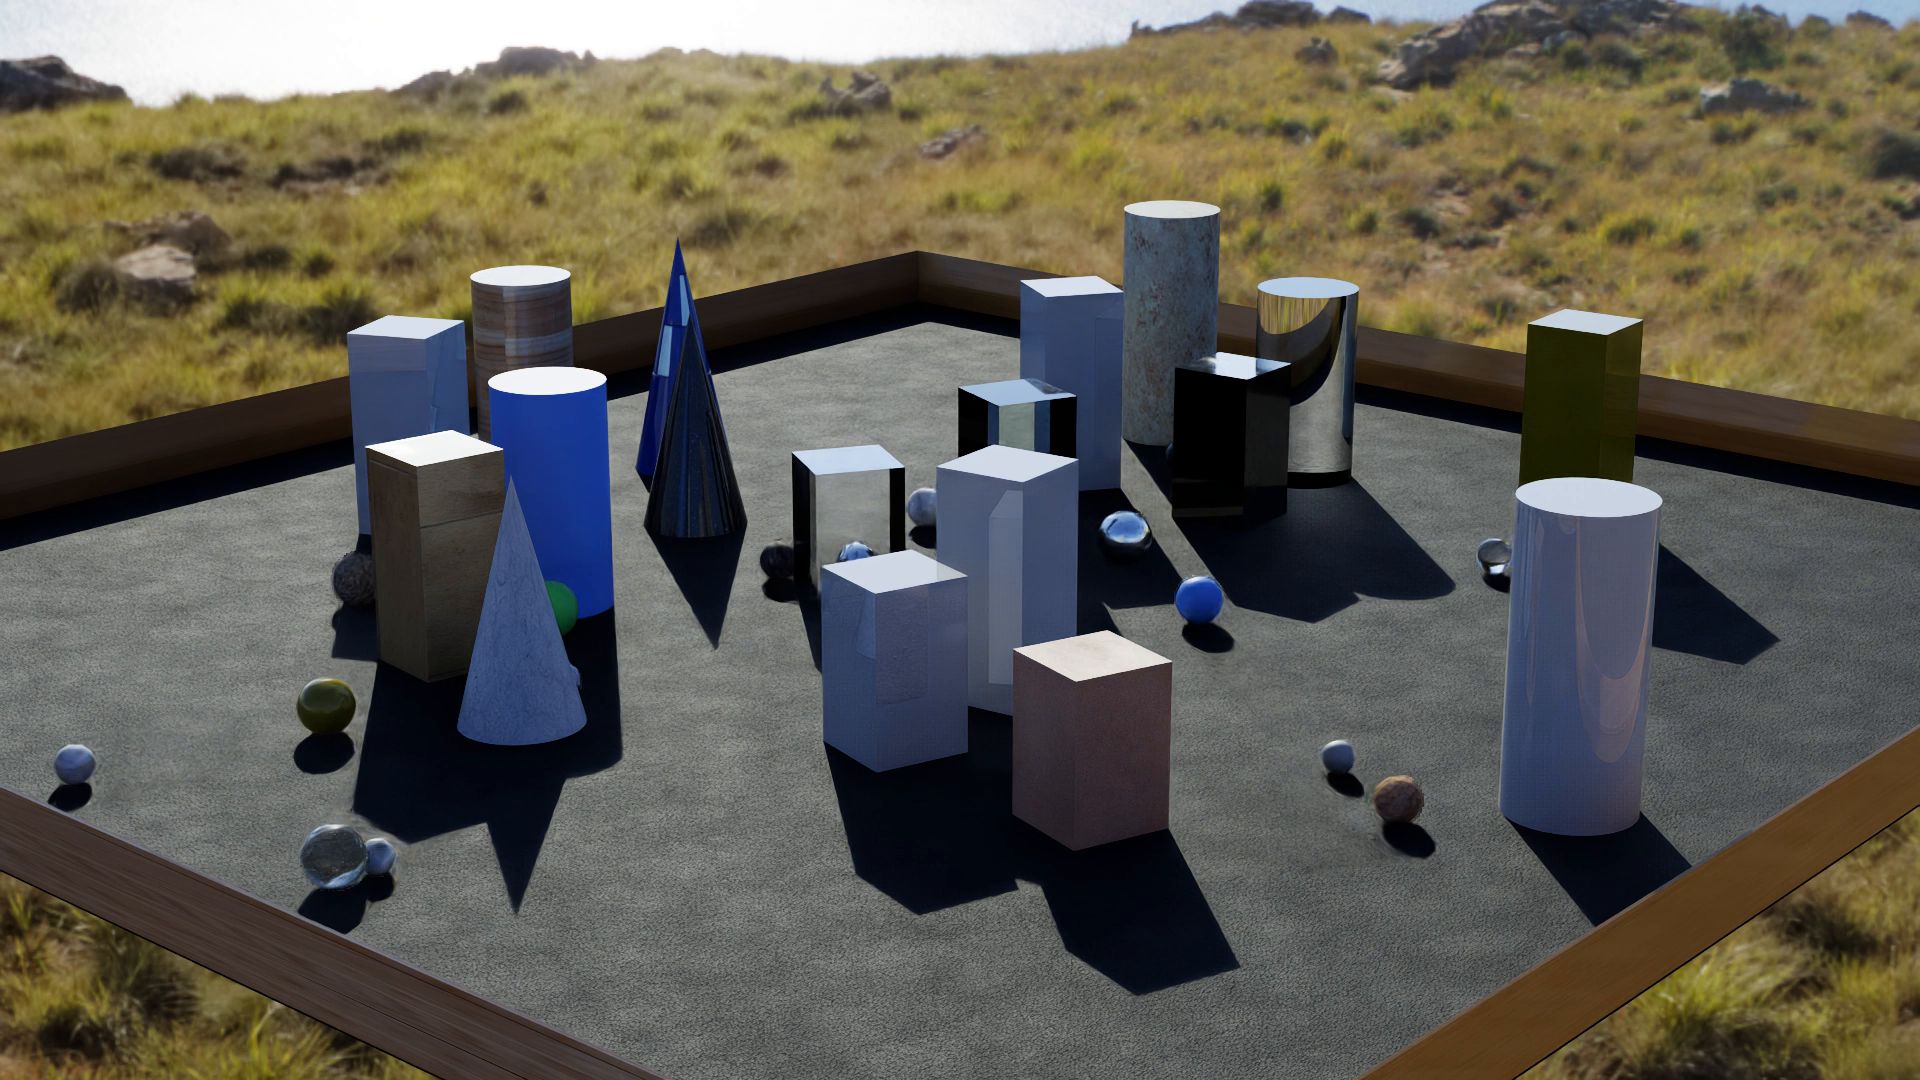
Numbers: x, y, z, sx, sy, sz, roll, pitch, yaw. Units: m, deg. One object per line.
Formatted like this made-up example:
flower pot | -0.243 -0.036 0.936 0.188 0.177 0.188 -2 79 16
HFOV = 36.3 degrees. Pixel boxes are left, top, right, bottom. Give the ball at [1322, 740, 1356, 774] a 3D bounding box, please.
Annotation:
ball | 0.556 0.319 4.308 0.050 0.050 0.050 0 17 0

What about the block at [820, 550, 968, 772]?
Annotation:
block | -0.098 0.179 4.382 0.159 0.277 0.159 -10 20 -31

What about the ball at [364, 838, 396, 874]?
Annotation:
ball | -0.786 0.426 3.953 0.049 0.049 0.049 0 17 0

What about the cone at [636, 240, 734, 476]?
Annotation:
cone | -0.560 -0.377 5.884 0.199 0.474 0.199 0 17 0

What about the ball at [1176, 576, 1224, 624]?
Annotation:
ball | 0.406 0.103 4.973 0.081 0.081 0.081 0 17 0

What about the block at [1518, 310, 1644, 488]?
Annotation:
block | 1.165 -0.221 5.516 0.159 0.388 0.159 12 21 35

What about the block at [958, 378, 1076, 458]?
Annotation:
block | 0.104 -0.127 5.359 0.159 0.297 0.159 -8 19 -26

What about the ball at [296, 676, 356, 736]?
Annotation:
ball | -0.965 0.253 4.462 0.089 0.089 0.089 0 17 0

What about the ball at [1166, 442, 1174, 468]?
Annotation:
ball | 0.445 -0.169 5.903 0.064 0.064 0.064 0 17 0

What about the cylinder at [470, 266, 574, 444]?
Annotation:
cylinder | -0.882 -0.347 5.942 0.199 0.384 0.199 0 17 0

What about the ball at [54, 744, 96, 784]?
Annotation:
ball | -1.289 0.327 4.269 0.059 0.059 0.059 0 17 0

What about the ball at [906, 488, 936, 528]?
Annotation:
ball | -0.064 -0.061 5.528 0.075 0.075 0.075 0 17 0

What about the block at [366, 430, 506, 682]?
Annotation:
block | -0.842 0.025 4.749 0.159 0.360 0.159 -14 22 -38

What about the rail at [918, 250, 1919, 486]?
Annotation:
rail | 1.148 -0.349 6.386 3.369 0.129 0.045 14 22 39

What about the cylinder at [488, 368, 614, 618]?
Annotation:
cylinder | -0.700 -0.080 5.032 0.199 0.397 0.199 0 17 0

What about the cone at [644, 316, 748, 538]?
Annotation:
cone | -0.502 -0.229 5.506 0.199 0.409 0.199 0 17 0

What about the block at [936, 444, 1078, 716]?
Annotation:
block | 0.074 0.062 4.590 0.159 0.379 0.159 11 20 33

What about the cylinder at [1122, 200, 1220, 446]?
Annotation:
cylinder | 0.438 -0.453 6.127 0.199 0.480 0.199 0 17 0

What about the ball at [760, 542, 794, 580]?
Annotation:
ball | -0.322 0.037 5.214 0.068 0.068 0.068 0 17 0

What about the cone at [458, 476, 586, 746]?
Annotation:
cone | -0.675 0.092 4.464 0.199 0.396 0.199 0 17 0

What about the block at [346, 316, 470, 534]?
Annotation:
block | -1.026 -0.211 5.489 0.159 0.384 0.159 5 18 17

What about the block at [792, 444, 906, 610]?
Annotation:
block | -0.194 -0.024 5.113 0.159 0.242 0.159 -5 18 -17

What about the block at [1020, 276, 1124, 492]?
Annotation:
block | 0.218 -0.308 5.791 0.159 0.394 0.159 -5 17 -16

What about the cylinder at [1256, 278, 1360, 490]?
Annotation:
cylinder | 0.686 -0.313 5.827 0.199 0.384 0.199 0 17 0

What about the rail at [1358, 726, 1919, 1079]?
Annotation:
rail | 1.254 0.346 4.077 0.045 0.129 3.551 14 22 39

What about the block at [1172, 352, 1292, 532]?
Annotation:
block | 0.515 -0.188 5.568 0.159 0.294 0.159 12 21 35

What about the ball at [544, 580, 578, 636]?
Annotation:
ball | -0.686 0.116 4.896 0.099 0.099 0.099 0 17 0

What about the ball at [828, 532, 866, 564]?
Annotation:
ball | -0.203 0.023 5.256 0.071 0.071 0.071 0 17 0

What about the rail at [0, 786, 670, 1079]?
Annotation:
rail | -1.148 0.414 3.853 3.369 0.129 0.045 14 22 39

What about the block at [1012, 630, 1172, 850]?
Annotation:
block | 0.183 0.278 4.102 0.159 0.247 0.159 -10 19 -30

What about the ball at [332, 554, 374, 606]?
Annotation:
ball | -1.039 0.068 5.071 0.090 0.090 0.090 0 17 0

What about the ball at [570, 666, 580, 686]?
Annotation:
ball | -0.625 0.220 4.639 0.048 0.048 0.048 0 17 0

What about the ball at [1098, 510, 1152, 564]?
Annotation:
ball | 0.299 -0.005 5.304 0.097 0.097 0.097 0 17 0

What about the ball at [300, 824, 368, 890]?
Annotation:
ball | -0.834 0.421 3.903 0.088 0.088 0.088 0 17 0

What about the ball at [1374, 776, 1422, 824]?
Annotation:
ball | 0.615 0.365 4.125 0.067 0.067 0.067 0 17 0

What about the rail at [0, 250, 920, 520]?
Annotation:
rail | -1.254 -0.282 6.162 0.045 0.129 3.551 14 22 39

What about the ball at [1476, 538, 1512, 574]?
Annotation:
ball | 0.956 0.029 5.246 0.064 0.064 0.064 0 17 0

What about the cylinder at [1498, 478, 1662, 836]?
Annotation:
cylinder | 0.868 0.162 4.114 0.199 0.463 0.199 0 17 0
